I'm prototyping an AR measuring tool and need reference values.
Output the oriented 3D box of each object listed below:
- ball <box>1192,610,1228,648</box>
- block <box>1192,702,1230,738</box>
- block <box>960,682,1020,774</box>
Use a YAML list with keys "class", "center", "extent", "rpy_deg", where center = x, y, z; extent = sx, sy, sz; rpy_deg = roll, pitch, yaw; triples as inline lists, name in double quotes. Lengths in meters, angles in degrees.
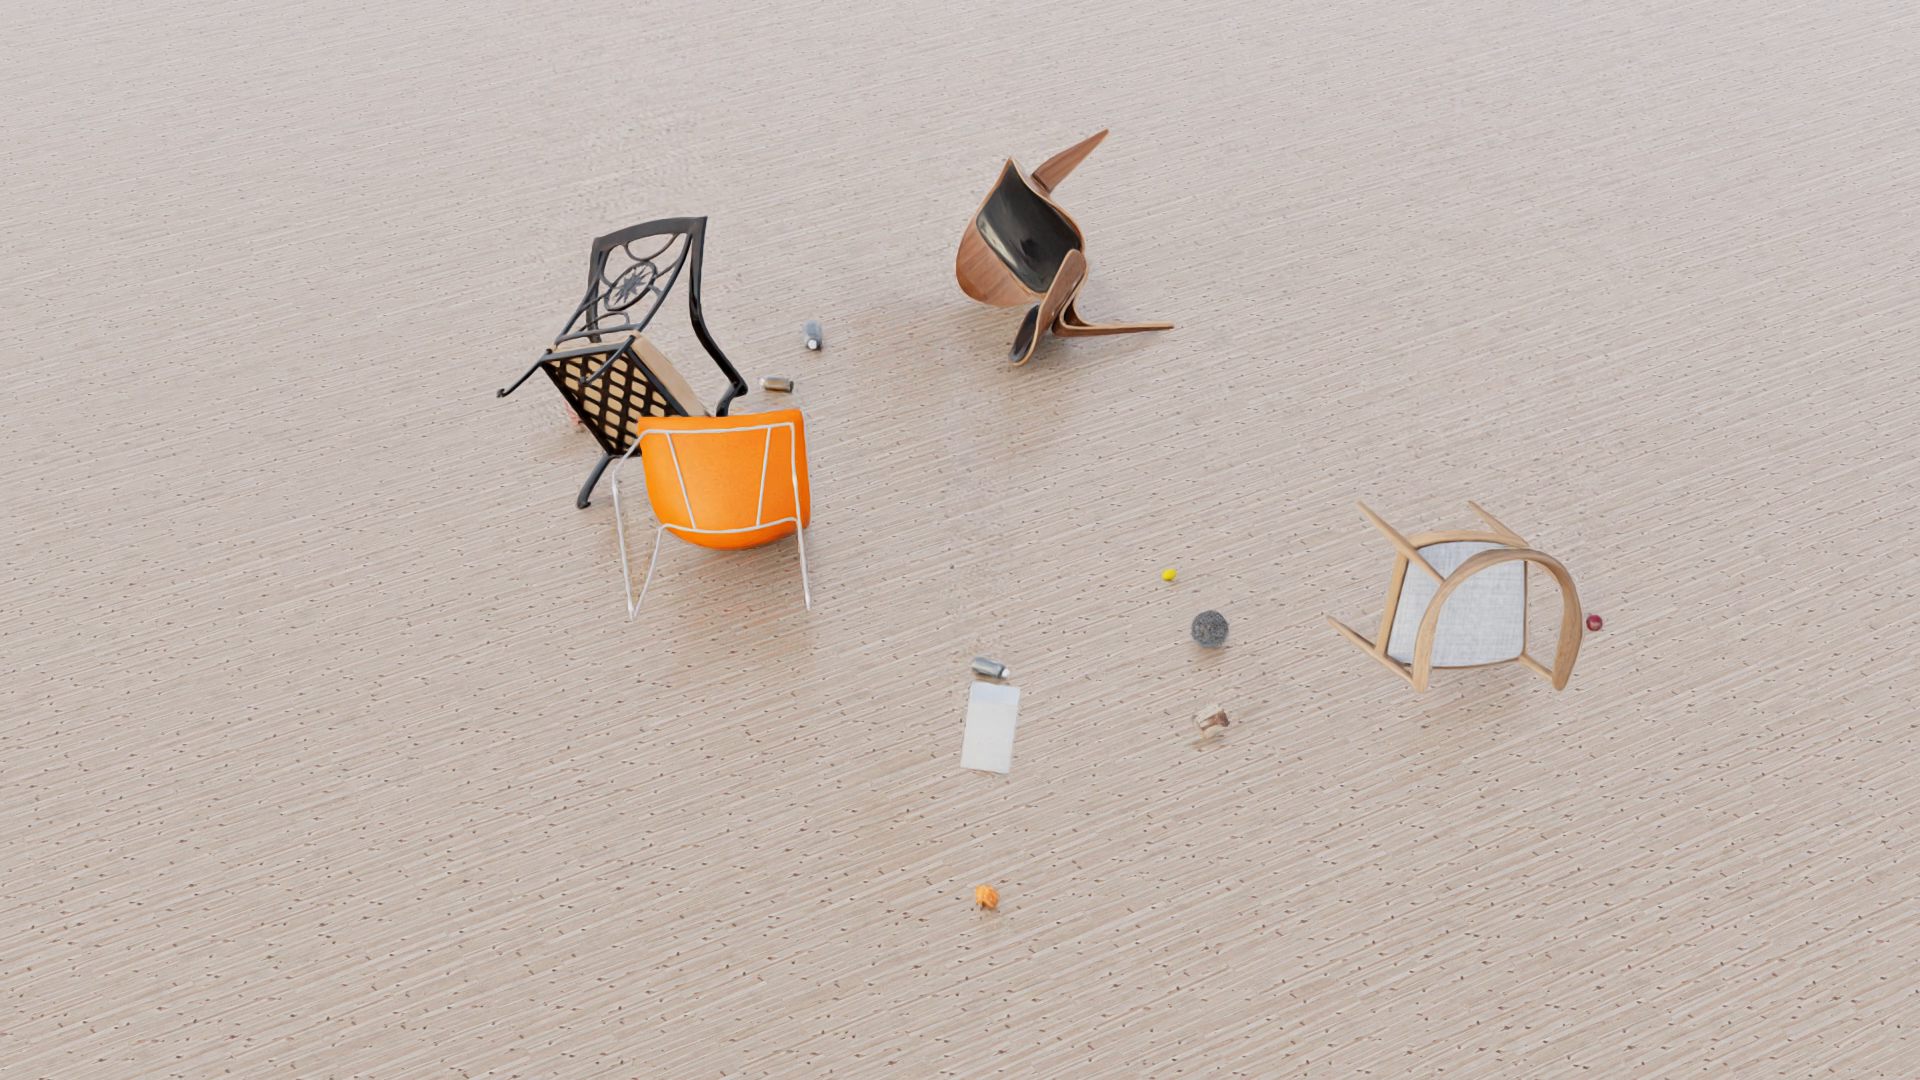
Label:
- class: "ball"
  center: [0.882, 0.313, 10.350]
  extent: [0.131, 0.131, 0.131]
  rpy_deg: [0, 33, 0]
- class: "block"
  center: [0.848, 0.609, 9.910]
  extent: [0.095, 0.066, 0.075]
  rpy_deg: [-31, 18, -7]
- class: "block"
  center: [0.100, 0.623, 9.734]
  extent: [0.161, 0.265, 0.114]
  rpy_deg: [8, 27, 2]
